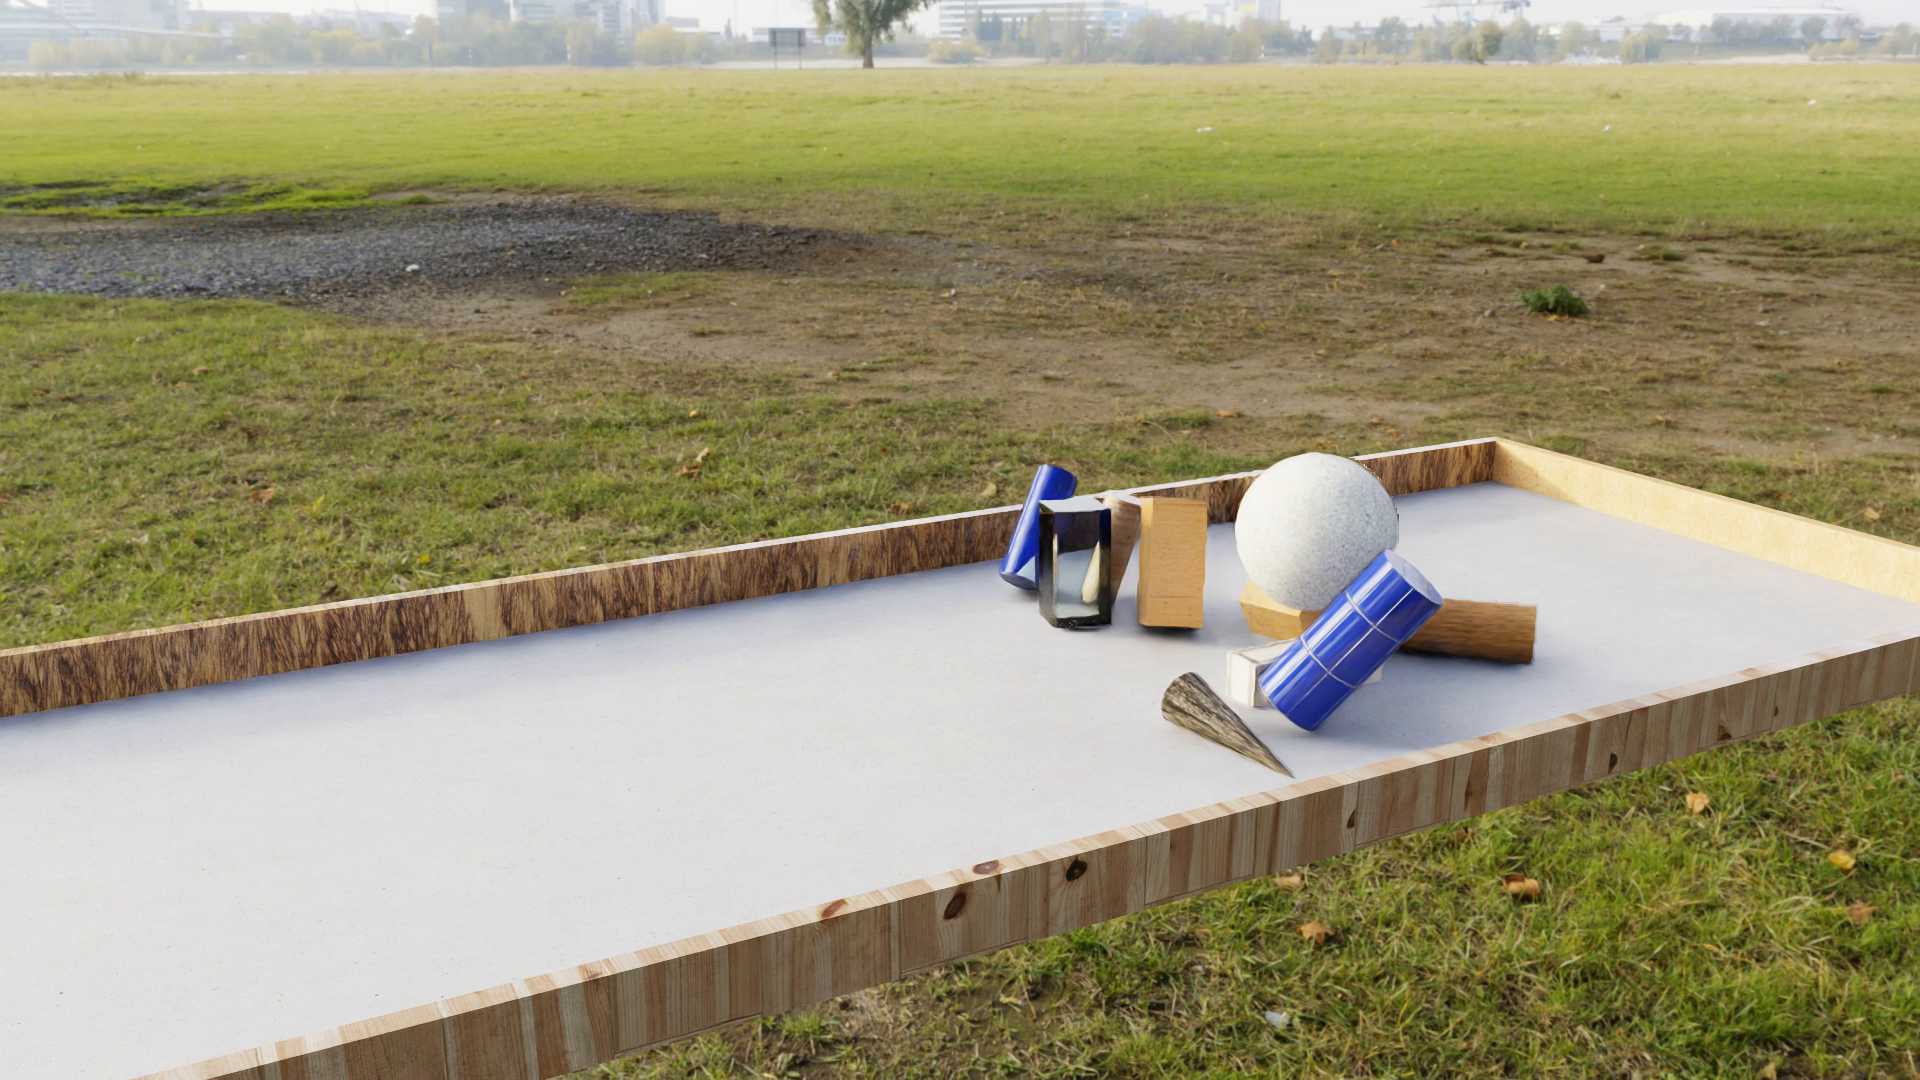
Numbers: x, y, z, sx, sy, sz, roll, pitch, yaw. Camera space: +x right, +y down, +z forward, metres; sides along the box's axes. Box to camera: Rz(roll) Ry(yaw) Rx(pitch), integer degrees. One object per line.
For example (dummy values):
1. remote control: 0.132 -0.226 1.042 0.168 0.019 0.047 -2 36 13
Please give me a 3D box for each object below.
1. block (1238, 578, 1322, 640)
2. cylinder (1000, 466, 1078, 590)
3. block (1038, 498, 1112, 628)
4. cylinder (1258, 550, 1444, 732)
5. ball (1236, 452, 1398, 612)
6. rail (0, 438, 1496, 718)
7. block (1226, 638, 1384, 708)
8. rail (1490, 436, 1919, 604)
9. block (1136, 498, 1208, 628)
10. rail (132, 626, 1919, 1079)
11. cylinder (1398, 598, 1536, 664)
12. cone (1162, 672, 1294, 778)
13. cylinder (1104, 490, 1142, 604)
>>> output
1. block: 0.891 0.067 4.306 0.163 0.163 0.371 15 64 31
2. cylinder: 0.233 -0.036 4.851 0.126 0.350 0.126 19 -16 6
3. block: 0.316 0.062 4.553 0.157 0.325 0.157 -4 14 -14
4. cylinder: 0.894 0.233 3.785 0.177 0.420 0.177 34 22 -16
5. ball: 0.868 -0.019 4.023 0.387 0.387 0.387 0 16 0
6. rail: -3.305 0.497 3.399 12.000 0.150 0.050 -9 18 -27
7. block: 0.858 0.313 4.092 0.400 0.111 0.111 -8 18 -26
8. rail: 2.466 -0.048 5.253 0.050 0.150 2.100 -9 18 -27
9. block: 0.576 0.058 4.487 0.150 0.343 0.150 2 2 -5
10. rail: -2.336 1.006 1.665 12.000 0.150 0.050 -9 18 -27
11. cylinder: 1.322 0.232 4.302 0.332 0.147 0.147 5 17 18
12. cone: 0.627 0.445 3.726 0.129 0.129 0.388 -10 29 -32
13. cylinder: 0.430 0.022 4.704 0.123 0.302 0.123 17 13 -4
